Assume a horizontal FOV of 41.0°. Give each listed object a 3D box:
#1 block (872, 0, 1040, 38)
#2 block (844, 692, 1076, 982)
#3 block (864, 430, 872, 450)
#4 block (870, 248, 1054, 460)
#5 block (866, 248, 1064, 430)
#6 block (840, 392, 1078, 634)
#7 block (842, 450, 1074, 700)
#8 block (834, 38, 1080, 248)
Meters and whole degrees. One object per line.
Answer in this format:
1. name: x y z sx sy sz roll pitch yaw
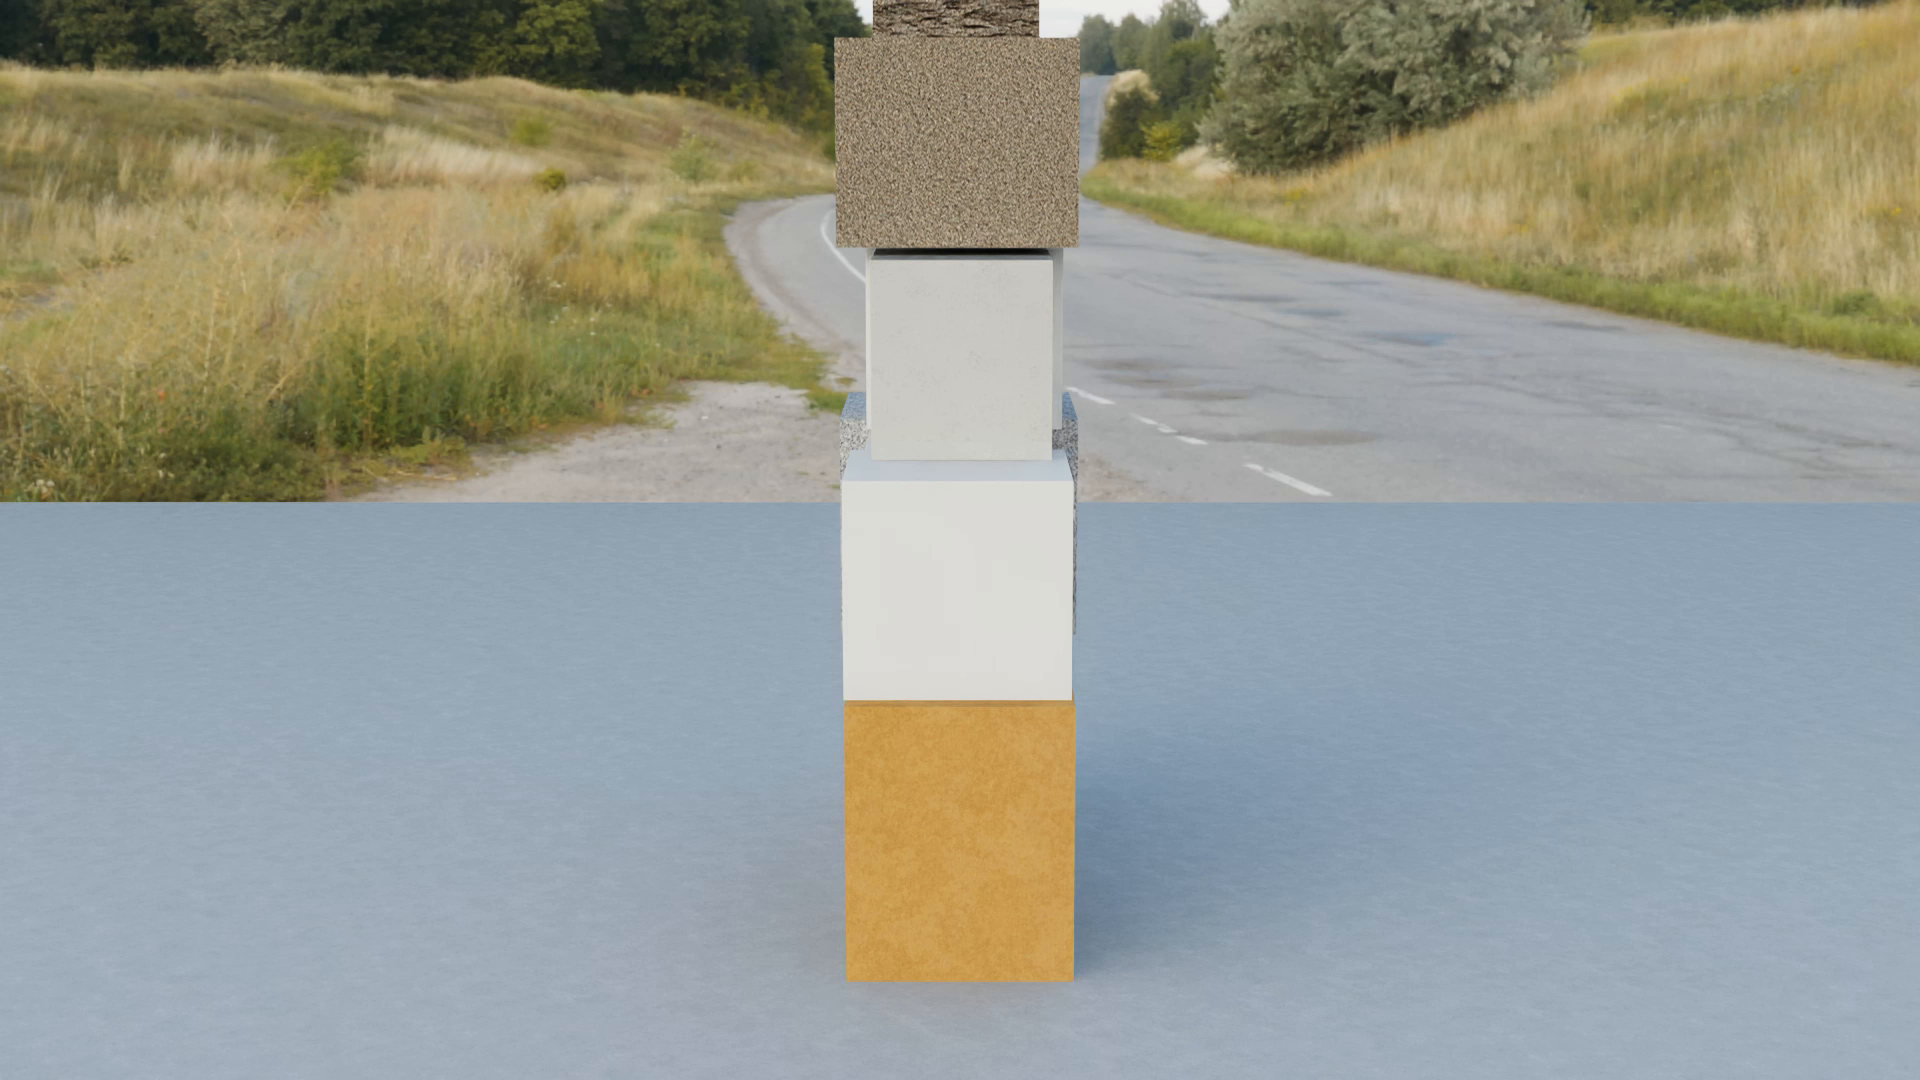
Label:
1. block: -0.016 -2.459 10.722 0.679 0.713 0.667 0 11 0
2. block: 0.000 1.092 10.468 0.889 1.106 1.048 0 10 0
3. block: -0.008 -0.019 11.103 0.779 0.859 0.771 0 10 0
4. block: 0.006 -0.784 10.639 0.726 0.803 0.785 0 10 0
5. block: 0.019 -0.954 11.409 0.845 0.822 0.783 0 11 0
6. block: -0.006 -0.144 11.983 1.060 0.977 0.995 0 10 0
7. block: -0.009 0.124 10.295 0.886 0.860 0.840 0 10 0
8. block: -0.011 -1.697 10.865 0.986 0.839 1.019 0 11 0
